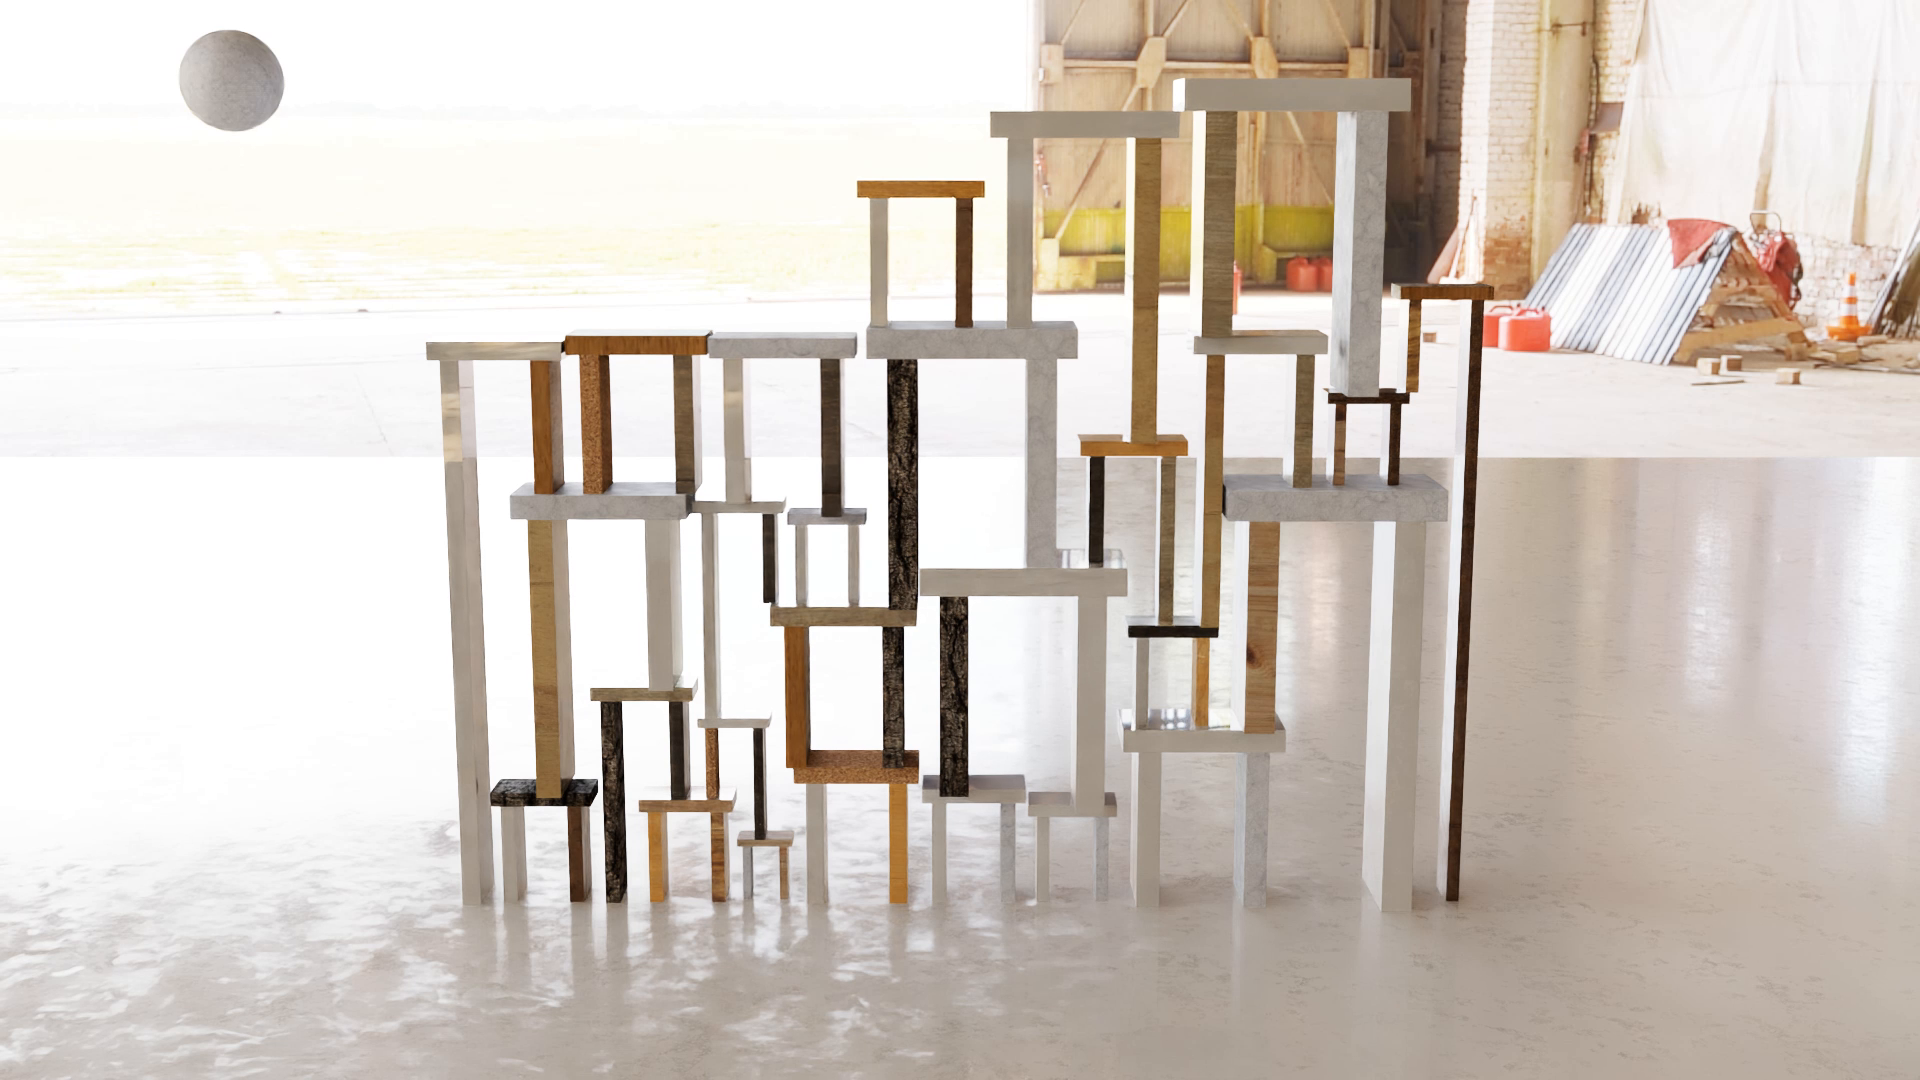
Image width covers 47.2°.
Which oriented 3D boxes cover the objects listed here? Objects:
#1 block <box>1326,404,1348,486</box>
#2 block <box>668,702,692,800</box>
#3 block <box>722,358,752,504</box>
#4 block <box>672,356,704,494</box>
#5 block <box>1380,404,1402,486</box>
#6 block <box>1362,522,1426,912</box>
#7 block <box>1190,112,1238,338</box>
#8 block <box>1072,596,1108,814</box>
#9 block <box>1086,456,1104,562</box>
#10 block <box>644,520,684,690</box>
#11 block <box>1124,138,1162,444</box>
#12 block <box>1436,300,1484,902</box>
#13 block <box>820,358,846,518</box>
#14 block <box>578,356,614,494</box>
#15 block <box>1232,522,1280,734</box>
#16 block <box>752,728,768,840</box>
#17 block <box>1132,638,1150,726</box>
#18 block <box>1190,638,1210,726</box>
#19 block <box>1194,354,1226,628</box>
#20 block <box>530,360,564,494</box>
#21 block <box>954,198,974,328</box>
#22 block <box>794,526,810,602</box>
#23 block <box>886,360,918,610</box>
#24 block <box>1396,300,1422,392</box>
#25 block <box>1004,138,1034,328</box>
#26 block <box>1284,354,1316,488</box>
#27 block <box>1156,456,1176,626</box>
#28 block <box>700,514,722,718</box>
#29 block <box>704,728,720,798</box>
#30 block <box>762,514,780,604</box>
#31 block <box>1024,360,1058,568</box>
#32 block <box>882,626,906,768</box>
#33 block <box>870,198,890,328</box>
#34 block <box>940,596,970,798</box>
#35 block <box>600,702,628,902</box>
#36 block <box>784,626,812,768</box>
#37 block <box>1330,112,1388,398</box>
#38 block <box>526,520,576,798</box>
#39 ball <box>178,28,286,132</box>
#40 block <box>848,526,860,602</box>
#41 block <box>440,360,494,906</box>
[{"bbox_3d":[0.605,-0.157,3.531,0.018,0.131,0.065,0,11,0],"label":"block"},{"bbox_3d":[-0.461,0.336,3.619,0.024,0.167,0.083,0,10,0],"label":"block"},{"bbox_3d":[-0.356,-0.182,3.526,0.033,0.230,0.115,0,11,0],"label":"block"},{"bbox_3d":[-0.436,-0.192,3.528,0.031,0.220,0.110,0,11,0],"label":"block"},{"bbox_3d":[0.692,-0.157,3.531,0.018,0.131,0.065,0,11,0],"label":"block"},{"bbox_3d":[0.711,0.273,3.609,0.049,0.646,0.173,0,11,0],"label":"block"},{"bbox_3d":[0.398,-0.499,3.462,0.049,0.345,0.172,0,11,0],"label":"block"},{"bbox_3d":[0.211,0.251,3.601,0.047,0.358,0.165,0,11,0],"label":"block"},{"bbox_3d":[0.218,-0.056,3.547,0.024,0.172,0.086,0,11,0],"label":"block"},{"bbox_3d":[-0.481,0.093,3.579,0.040,0.279,0.140,0,10,0],"label":"block"},{"bbox_3d":[0.288,-0.397,3.487,0.041,0.472,0.146,0,11,0],"label":"block"},{"bbox_3d":[0.813,0.103,3.578,0.021,0.990,0.073,0,11,0],"label":"block"},{"bbox_3d":[-0.203,-0.171,3.529,0.033,0.252,0.115,0,11,1],"label":"block"},{"bbox_3d":[-0.583,-0.192,3.528,0.031,0.220,0.110,0,11,0],"label":"block"},{"bbox_3d":[0.480,0.125,3.582,0.049,0.346,0.173,0,11,0],"label":"block"},{"bbox_3d":[-0.330,0.395,3.631,0.017,0.190,0.059,0,11,0],"label":"block"},{"bbox_3d":[0.295,0.223,3.598,0.021,0.147,0.073,0,11,0],"label":"block"},{"bbox_3d":[0.393,0.223,3.598,0.021,0.147,0.073,0,11,0],"label":"block"},{"bbox_3d":[0.401,-0.085,3.540,0.030,0.439,0.106,0,11,0],"label":"block"},{"bbox_3d":[-0.660,-0.187,3.522,0.030,0.212,0.106,0,11,0],"label":"block"},{"bbox_3d":[0.007,-0.441,3.478,0.028,0.200,0.100,0,11,0],"label":"block"},{"bbox_3d":[-0.257,0.033,3.570,0.018,0.127,0.063,0,11,0],"label":"block"},{"bbox_3d":[-0.091,-0.100,3.538,0.047,0.399,0.165,0,11,0],"label":"block"},{"bbox_3d":[0.715,-0.311,3.501,0.021,0.147,0.073,0,11,0],"label":"block"},{"bbox_3d":[0.093,-0.486,3.471,0.041,0.292,0.146,0,11,0],"label":"block"},{"bbox_3d":[0.543,-0.196,3.520,0.030,0.212,0.106,0,11,0],"label":"block"},{"bbox_3d":[0.333,-0.005,3.559,0.024,0.276,0.086,0,11,2],"label":"block"},{"bbox_3d":[-0.405,0.118,3.585,0.021,0.339,0.073,0,11,0],"label":"block"},{"bbox_3d":[-0.408,0.360,3.625,0.017,0.118,0.059,0,11,0],"label":"block"},{"bbox_3d":[-0.307,0.023,3.566,0.021,0.147,0.073,0,11,0],"label":"block"},{"bbox_3d":[0.129,-0.133,3.531,0.047,0.330,0.165,0,11,0],"label":"block"},{"bbox_3d":[-0.109,0.244,3.606,0.033,0.236,0.118,0,11,0],"label":"block"},{"bbox_3d":[-0.126,-0.441,3.478,0.028,0.200,0.100,0,11,0],"label":"block"},{"bbox_3d":[-0.009,0.237,3.600,0.047,0.330,0.165,0,11,1],"label":"block"},{"bbox_3d":[-0.572,0.422,3.635,0.024,0.342,0.083,0,11,0],"label":"block"},{"bbox_3d":[-0.266,0.244,3.607,0.033,0.236,0.118,0,11,0],"label":"block"},{"bbox_3d":[0.628,-0.453,3.470,0.049,0.437,0.172,0,11,0],"label":"block"},{"bbox_3d":[-0.667,0.181,3.595,0.040,0.458,0.139,0,11,0],"label":"block"},{"bbox_3d":[-1.905,-1.201,5.753,0.266,0.266,0.266,0,11,0],"label":"ball"},{"bbox_3d":[-0.172,0.033,3.570,0.018,0.127,0.063,0,11,0],"label":"block"},{"bbox_3d":[-0.802,0.150,3.585,0.030,0.897,0.106,0,11,0],"label":"block"}]
